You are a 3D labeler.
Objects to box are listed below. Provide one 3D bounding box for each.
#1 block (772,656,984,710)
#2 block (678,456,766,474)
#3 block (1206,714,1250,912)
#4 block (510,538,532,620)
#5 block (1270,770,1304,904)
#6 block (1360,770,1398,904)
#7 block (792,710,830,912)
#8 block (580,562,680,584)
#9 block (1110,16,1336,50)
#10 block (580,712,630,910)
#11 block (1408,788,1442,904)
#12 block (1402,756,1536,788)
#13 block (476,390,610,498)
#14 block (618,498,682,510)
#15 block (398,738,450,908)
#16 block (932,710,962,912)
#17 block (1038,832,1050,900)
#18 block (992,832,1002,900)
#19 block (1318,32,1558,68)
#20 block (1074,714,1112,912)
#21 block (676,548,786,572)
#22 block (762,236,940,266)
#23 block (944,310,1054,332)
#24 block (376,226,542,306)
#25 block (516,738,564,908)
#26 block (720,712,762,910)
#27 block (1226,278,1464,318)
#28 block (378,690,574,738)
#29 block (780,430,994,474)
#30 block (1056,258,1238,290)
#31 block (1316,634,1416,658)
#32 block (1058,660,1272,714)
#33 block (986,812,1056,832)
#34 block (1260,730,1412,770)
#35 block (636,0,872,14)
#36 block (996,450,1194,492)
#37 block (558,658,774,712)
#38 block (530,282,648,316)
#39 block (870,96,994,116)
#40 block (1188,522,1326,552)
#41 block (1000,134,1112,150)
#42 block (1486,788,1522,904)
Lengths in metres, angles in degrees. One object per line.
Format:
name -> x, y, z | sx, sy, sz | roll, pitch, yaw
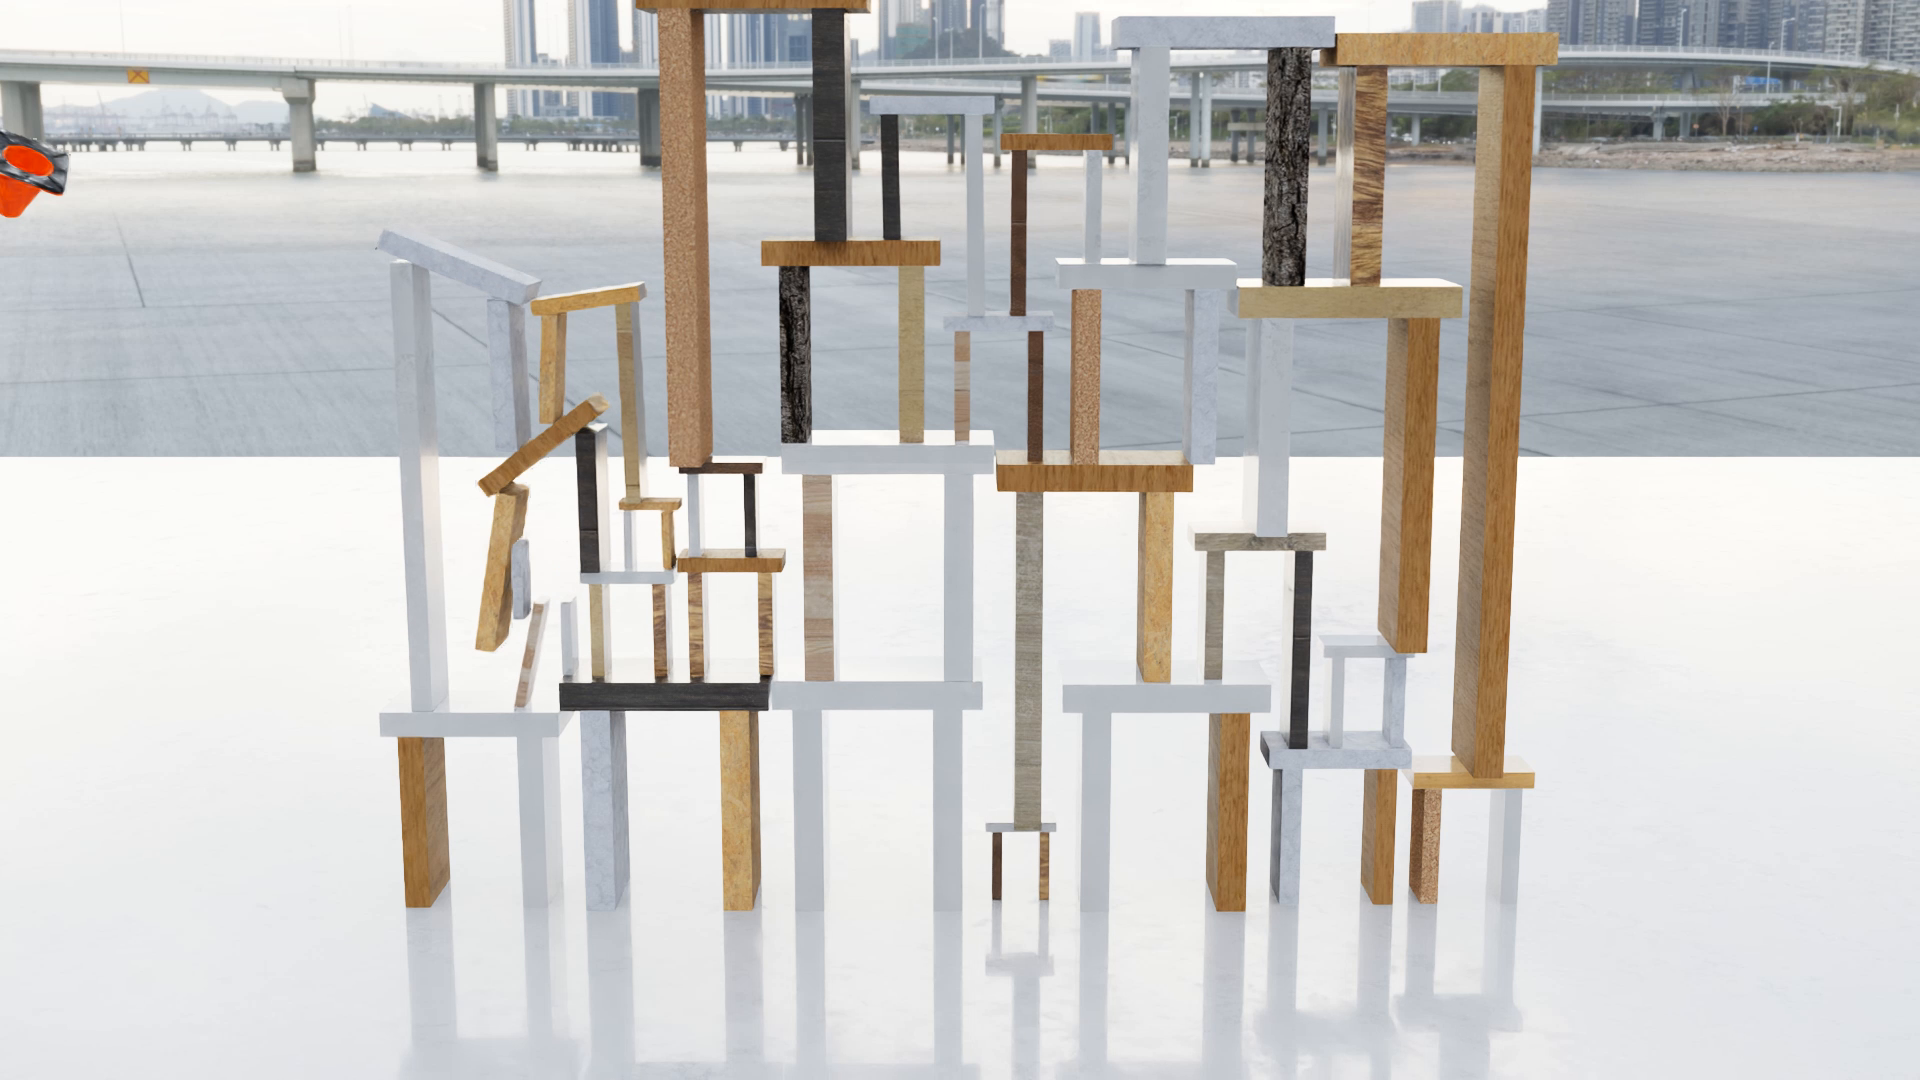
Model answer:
block -> -0.132, 0.234, 3.603 | 0.338, 0.048, 0.169 | 0, 11, 0
block -> -0.381, -0.121, 3.535 | 0.135, 0.019, 0.067 | 0, 11, 0
block -> 0.442, 0.426, 3.636 | 0.047, 0.334, 0.167 | 0, 11, 0
block -> -0.711, 0.064, 3.567 | 0.017, 0.121, 0.061 | 1, 13, 1
block -> 0.541, 0.475, 3.652 | 0.033, 0.231, 0.116 | 0, 11, 0
block -> 0.695, 0.475, 3.652 | 0.033, 0.231, 0.116 | 0, 11, 0
block -> -0.245, 0.424, 3.638 | 0.048, 0.338, 0.169 | 0, 11, 0
block -> -0.535, 0.054, 3.566 | 0.152, 0.022, 0.076 | 0, 11, 0
block -> 0.404, -0.786, 3.413 | 0.328, 0.046, 0.164 | 0, 11, -1
block -> -0.586, 0.425, 3.640 | 0.048, 0.336, 0.168 | 0, 11, 0
block -> 0.772, 0.493, 3.650 | 0.028, 0.197, 0.099 | 0, 11, 0
block -> 0.838, 0.383, 3.629 | 0.197, 0.028, 0.099 | 0, 11, 0
block -> -0.667, -0.154, 3.531 | 0.224, 0.032, 0.112 | -36, 8, 7
block -> -0.499, -0.059, 3.545 | 0.096, 0.014, 0.048 | 0, 10, 2
block -> -0.888, 0.447, 3.647 | 0.041, 0.289, 0.144 | 0, 11, 0
block -> -0.020, 0.424, 3.638 | 0.048, 0.338, 0.169 | 0, 11, 0
block -> 0.139, 0.533, 3.656 | 0.017, 0.117, 0.059 | 0, 11, 0
block -> 0.061, 0.533, 3.656 | 0.017, 0.117, 0.059 | 0, 11, 0
block -> 0.739, -0.760, 3.415 | 0.335, 0.047, 0.167 | 0, 11, 0
block -> 0.219, 0.426, 3.636 | 0.047, 0.334, 0.167 | 0, 11, 0
block -> -0.370, 0.033, 3.565 | 0.168, 0.024, 0.084 | 0, 11, 0
block -> -0.170, -0.457, 3.479 | 0.277, 0.039, 0.139 | 0, 11, 0
block -> 0.061, -0.348, 3.496 | 0.174, 0.025, 0.087 | 0, 11, 0
block -> -0.789, -0.435, 3.473 | 0.238, 0.034, 0.119 | 21, 10, -3
block -> -0.695, 0.447, 3.647 | 0.041, 0.289, 0.144 | 0, 11, 0
block -> -0.363, 0.425, 3.640 | 0.048, 0.336, 0.168 | 0, 11, 0
block -> 0.605, -0.383, 3.484 | 0.345, 0.049, 0.172 | 0, 11, 0
block -> -0.792, 0.285, 3.617 | 0.289, 0.041, 0.144 | 0, 11, 0
block -> -0.114, -0.141, 3.532 | 0.334, 0.047, 0.167 | 0, 11, 0
block -> 0.292, -0.421, 3.476 | 0.275, 0.039, 0.138 | 0, 11, 0
block -> 0.663, 0.174, 3.593 | 0.148, 0.021, 0.074 | 0, 11, 0
block -> 0.331, 0.239, 3.601 | 0.334, 0.047, 0.167 | 0, 11, 0
block -> 0.100, 0.467, 3.644 | 0.117, 0.017, 0.059 | 0, 11, 0
block -> 0.618, 0.346, 3.628 | 0.231, 0.033, 0.116 | 0, 11, 0
block -> -0.315, -0.843, 3.400 | 0.349, 0.049, 0.175 | 0, 11, 0
block -> 0.213, -0.111, 3.542 | 0.310, 0.044, 0.155 | 0, 11, 0
block -> -0.474, 0.236, 3.605 | 0.336, 0.048, 0.168 | 0, 11, 0
block -> -0.588, -0.382, 3.488 | 0.171, 0.024, 0.085 | -8, 10, 1
block -> -0.044, -0.678, 3.430 | 0.192, 0.027, 0.096 | -1, 10, -2
block -> 0.479, -0.007, 3.559 | 0.211, 0.030, 0.105 | 0, 11, -1
block -> 0.150, -0.623, 3.438 | 0.173, 0.024, 0.086 | 0, 11, 1
block -> 0.903, 0.493, 3.650 | 0.028, 0.197, 0.099 | 0, 11, 0
